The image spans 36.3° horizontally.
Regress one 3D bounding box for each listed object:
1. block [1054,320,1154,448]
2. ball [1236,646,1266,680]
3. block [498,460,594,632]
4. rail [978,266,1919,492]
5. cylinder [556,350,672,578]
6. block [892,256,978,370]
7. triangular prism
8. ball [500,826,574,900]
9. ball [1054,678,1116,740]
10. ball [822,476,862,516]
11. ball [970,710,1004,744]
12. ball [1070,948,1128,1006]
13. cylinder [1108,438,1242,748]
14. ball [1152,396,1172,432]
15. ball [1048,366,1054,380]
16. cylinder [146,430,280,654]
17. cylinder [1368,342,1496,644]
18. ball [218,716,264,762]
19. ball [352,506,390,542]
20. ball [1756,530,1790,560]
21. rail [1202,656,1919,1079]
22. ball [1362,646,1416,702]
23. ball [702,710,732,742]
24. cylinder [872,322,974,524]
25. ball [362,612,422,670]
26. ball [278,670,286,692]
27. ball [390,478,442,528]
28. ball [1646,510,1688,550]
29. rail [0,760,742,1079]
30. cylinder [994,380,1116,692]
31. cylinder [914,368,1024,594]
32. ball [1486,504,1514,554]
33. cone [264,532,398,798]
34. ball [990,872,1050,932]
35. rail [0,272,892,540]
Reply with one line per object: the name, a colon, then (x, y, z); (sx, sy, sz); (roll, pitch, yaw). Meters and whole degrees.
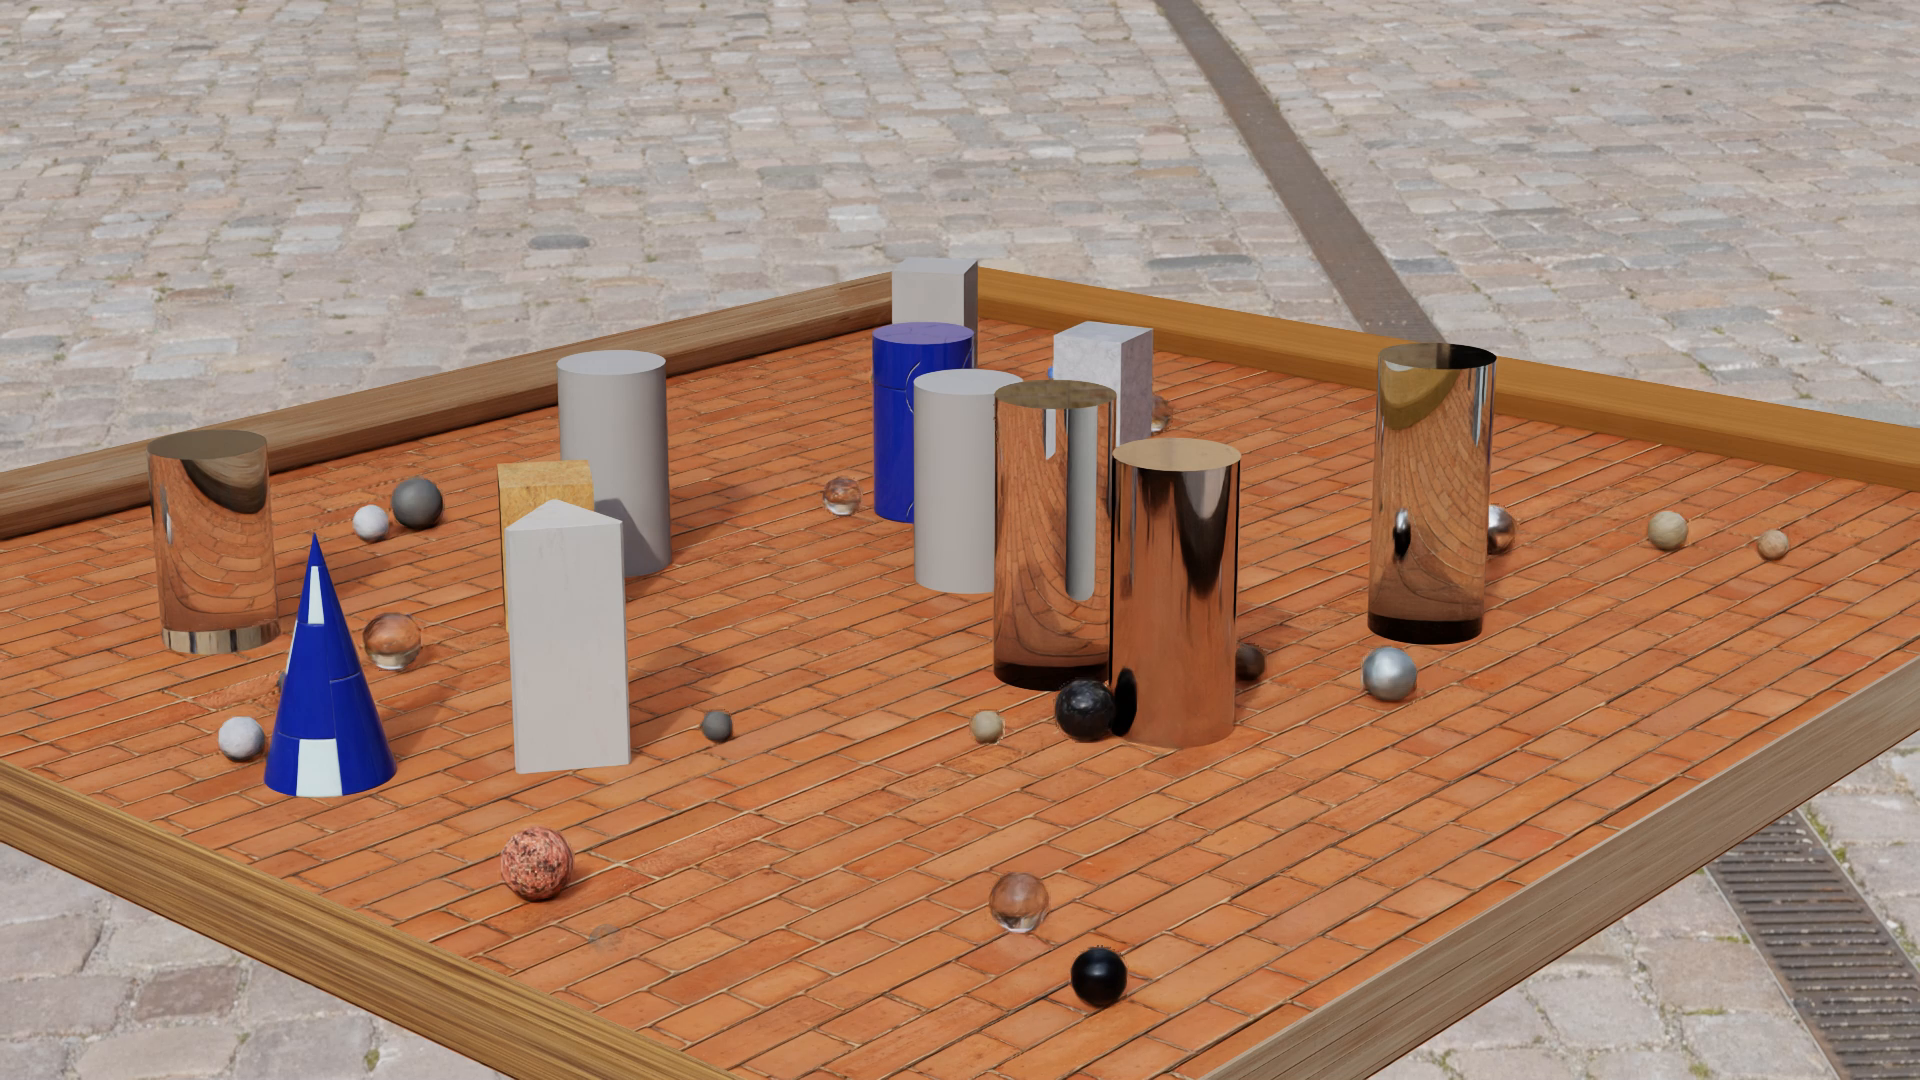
block: (0.298, -0.320, 6.105); (0.154, 0.232, 0.154); (9, 19, 27)
ball: (0.461, 0.196, 4.696); (0.056, 0.056, 0.056); (0, 17, 0)
block: (-0.701, 0.009, 4.979); (0.154, 0.252, 0.154); (-3, 17, -10)
rail: (1.114, -0.339, 6.348); (3.114, 0.125, 0.045); (14, 22, 39)
cylinder: (-0.619, -0.138, 5.258); (0.193, 0.371, 0.193); (0, 17, 0)
block: (-0.053, -0.424, 6.274); (0.154, 0.333, 0.154); (3, 17, 11)
triangular prism: (-0.587, 0.138, 4.341); (0.167, 0.373, 0.145); (-4, 17, -13)
ball: (-0.558, 0.426, 3.866); (0.096, 0.096, 0.096); (0, 17, 0)
ball: (0.189, 0.257, 4.431); (0.094, 0.094, 0.094); (0, 17, 0)
ball: (-0.225, -0.084, 5.596); (0.073, 0.073, 0.073); (0, 17, 0)
ball: (0.041, 0.282, 4.423); (0.050, 0.050, 0.050); (0, 17, 0)
ball: (0.169, 0.531, 3.564); (0.070, 0.070, 0.070); (0, 17, 0)
cylinder: (0.324, 0.078, 4.438); (0.193, 0.432, 0.193); (0, 17, 0)
ball: (0.408, -0.267, 6.195); (0.077, 0.077, 0.077); (0, 17, 0)
ball: (0.219, -0.375, 6.614); (0.042, 0.042, 0.042); (0, 17, 0)
cylinder: (-1.238, 0.002, 4.865); (0.193, 0.332, 0.193); (0, 17, 0)
cylinder: (0.786, -0.078, 4.891); (0.193, 0.469, 0.193); (0, 17, 0)
ball: (-1.067, 0.295, 4.351); (0.068, 0.068, 0.068); (0, 17, 0)
ball: (-1.090, -0.031, 5.429); (0.068, 0.068, 0.068); (0, 17, 0)
ball: (1.474, 0.009, 5.316); (0.057, 0.057, 0.057); (0, 17, 0)
rail: (1.158, 0.322, 4.158); (0.045, 0.125, 3.445); (14, 22, 39)
ball: (0.673, 0.210, 4.600); (0.085, 0.085, 0.085); (0, 17, 0)
ball: (-0.367, 0.281, 4.432); (0.047, 0.047, 0.047); (0, 17, 0)
cylinder: (-0.070, -0.225, 5.587); (0.193, 0.347, 0.193); (0, 17, 0)
ball: (-0.919, 0.163, 4.741); (0.094, 0.094, 0.094); (0, 17, 0)
ball: (-1.047, 0.225, 4.610); (0.052, 0.052, 0.052); (0, 17, 0)
ball: (-1.020, -0.070, 5.509); (0.096, 0.096, 0.096); (0, 17, 0)
ball: (1.297, -0.017, 5.374); (0.073, 0.073, 0.073); (0, 17, 0)
rail: (-1.114, 0.402, 3.892); (3.114, 0.125, 0.045); (14, 22, 39)
cylinder: (0.150, -0.008, 4.673); (0.193, 0.461, 0.193); (0, 17, 0)
cylinder: (0.015, -0.105, 5.173); (0.193, 0.358, 0.193); (0, 17, 0)
ball: (0.967, -0.020, 5.352); (0.091, 0.091, 0.091); (0, 17, 0)
cone: (-0.925, 0.164, 4.255); (0.193, 0.372, 0.193); (0, 17, 0)
ball: (0.076, 0.465, 3.767); (0.078, 0.078, 0.078); (0, 17, 0)
rail: (-1.158, -0.259, 6.083); (0.045, 0.125, 3.445); (14, 22, 39)
